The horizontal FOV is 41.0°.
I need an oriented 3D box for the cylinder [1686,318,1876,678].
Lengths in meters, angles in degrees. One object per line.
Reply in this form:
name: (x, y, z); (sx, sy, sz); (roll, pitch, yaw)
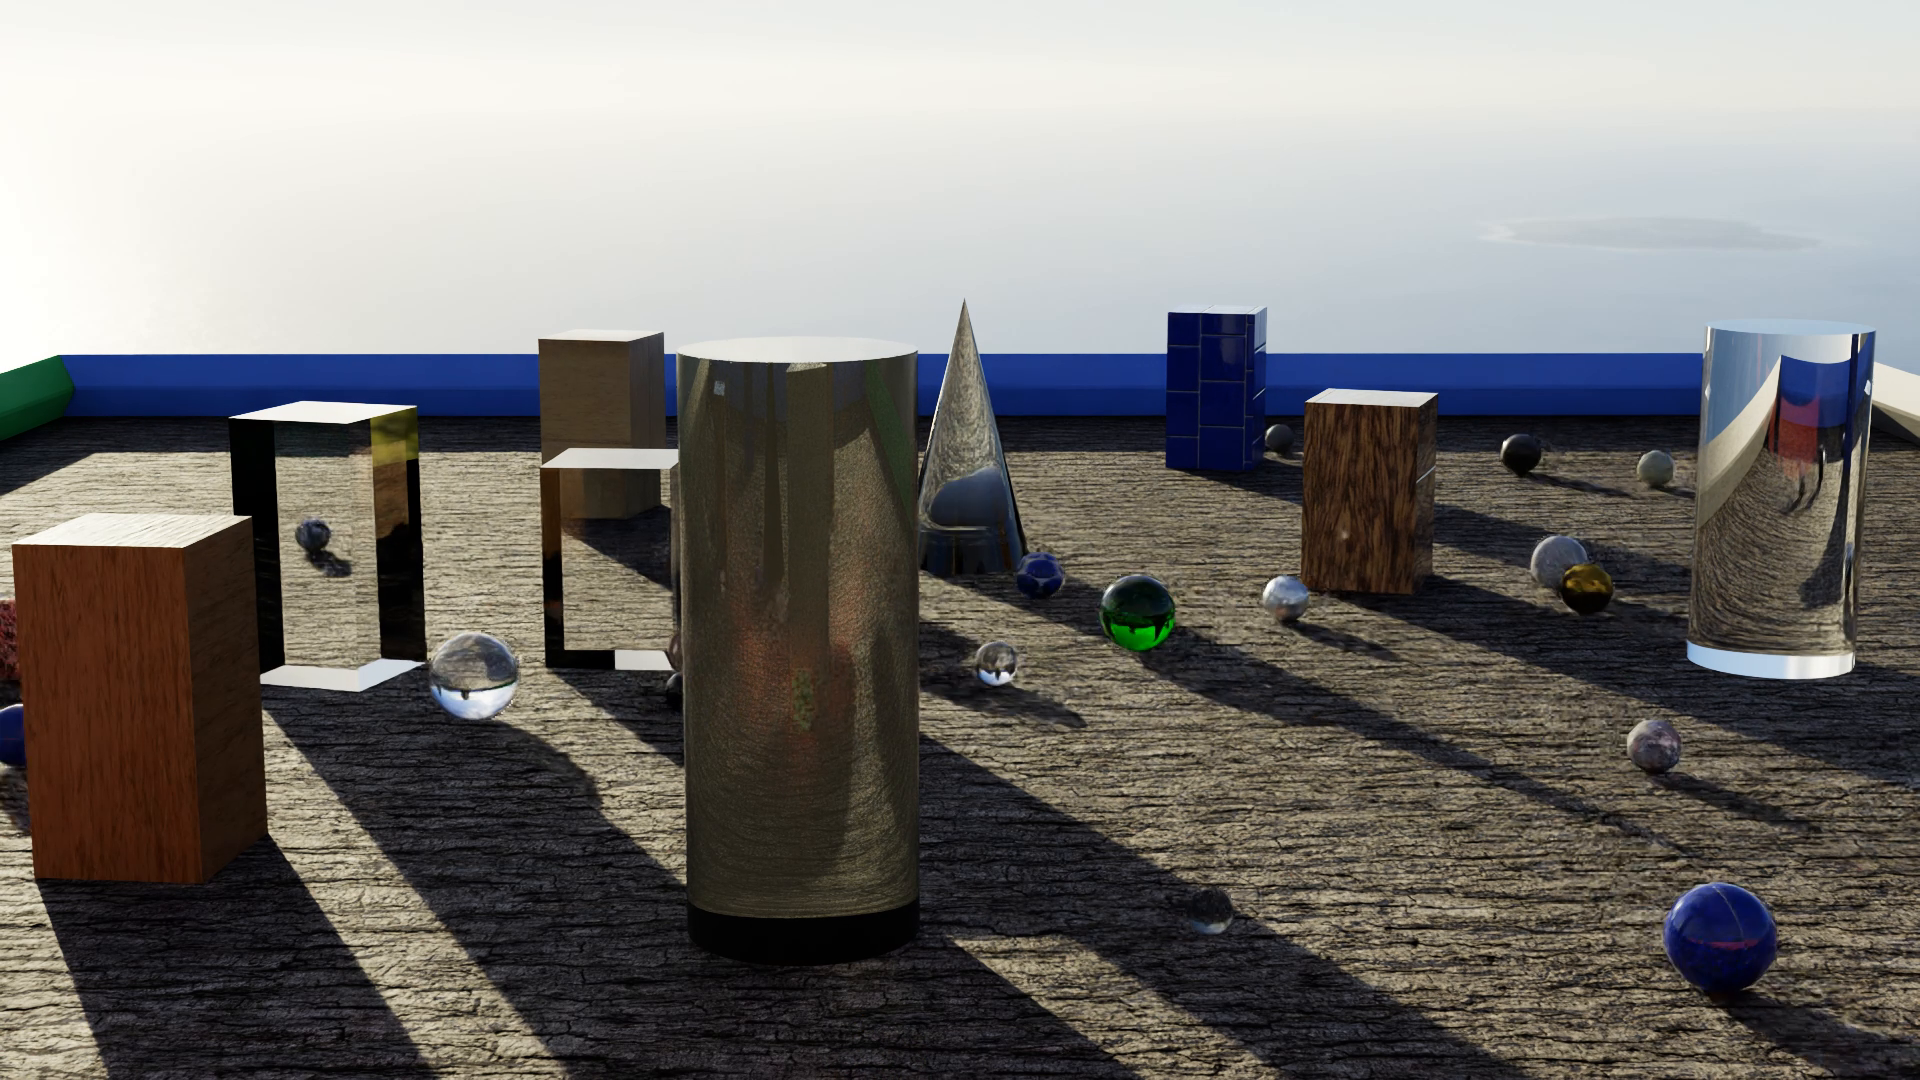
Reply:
cylinder: (1.005, -0.055, 3.146); (0.199, 0.414, 0.199); (0, 10, 0)

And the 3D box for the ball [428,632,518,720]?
ball: (-0.547, 0.153, 2.886); (0.099, 0.099, 0.099); (0, 10, 0)

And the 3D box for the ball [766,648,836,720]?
ball: (-0.179, 0.162, 2.893); (0.080, 0.080, 0.080); (0, 10, 0)

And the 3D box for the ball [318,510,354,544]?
ball: (-0.962, -0.020, 3.951); (0.052, 0.052, 0.052); (0, 10, 0)

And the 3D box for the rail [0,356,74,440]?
rail: (-1.854, 0.035, 3.438); (0.045, 0.129, 3.962); (0, 10, 0)

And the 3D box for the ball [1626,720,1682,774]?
ball: (0.723, 0.215, 2.673); (0.056, 0.056, 0.056); (0, 10, 0)

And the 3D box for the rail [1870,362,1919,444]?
rail: (1.854, 0.031, 3.459); (0.045, 0.129, 3.962); (0, 10, 0)

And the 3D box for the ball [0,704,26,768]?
ball: (-0.988, 0.206, 2.695); (0.066, 0.066, 0.066); (0, 10, 0)

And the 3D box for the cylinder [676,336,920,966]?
cylinder: (-0.134, 0.087, 2.154); (0.199, 0.497, 0.199); (0, 10, 0)

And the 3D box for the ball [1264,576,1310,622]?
ball: (0.433, 0.078, 3.401); (0.061, 0.061, 0.061); (0, 10, 0)

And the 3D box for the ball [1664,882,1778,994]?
ball: (0.604, 0.316, 2.041); (0.087, 0.087, 0.087); (0, 10, 0)

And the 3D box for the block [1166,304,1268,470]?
block: (0.474, -0.284, 4.739); (0.159, 0.285, 0.159); (3, 11, 14)

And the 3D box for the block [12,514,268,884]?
block: (-0.753, 0.142, 2.372); (0.159, 0.309, 0.159); (1, 11, 6)

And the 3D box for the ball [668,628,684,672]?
ball: (-0.312, 0.135, 3.060); (0.072, 0.072, 0.072); (0, 10, 0)

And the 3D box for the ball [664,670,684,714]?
ball: (-0.310, 0.172, 2.918); (0.051, 0.051, 0.051); (0, 10, 0)

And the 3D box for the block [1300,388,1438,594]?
block: (0.583, -0.072, 3.653); (0.159, 0.264, 0.159); (4, 11, 19)

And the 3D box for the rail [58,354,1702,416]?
rail: (-0.011, -0.323, 5.373); (3.755, 0.129, 0.045); (0, 10, 0)

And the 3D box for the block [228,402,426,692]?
block: (-0.759, 0.004, 3.092); (0.159, 0.319, 0.159); (3, 11, 17)

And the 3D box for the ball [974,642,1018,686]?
ball: (0.043, 0.147, 3.051); (0.052, 0.052, 0.052); (0, 10, 0)

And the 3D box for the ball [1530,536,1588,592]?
ball: (0.841, 0.033, 3.597); (0.078, 0.078, 0.078); (0, 10, 0)

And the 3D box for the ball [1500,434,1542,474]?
ball: (1.015, -0.157, 4.640); (0.071, 0.071, 0.071); (0, 10, 0)

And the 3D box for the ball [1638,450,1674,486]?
ball: (1.217, -0.125, 4.489); (0.063, 0.063, 0.063); (0, 10, 0)

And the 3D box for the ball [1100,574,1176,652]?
ball: (0.223, 0.092, 3.229); (0.096, 0.096, 0.096); (0, 10, 0)

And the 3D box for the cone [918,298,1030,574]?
cone: (0.007, -0.163, 3.788); (0.199, 0.393, 0.199); (0, 10, 0)

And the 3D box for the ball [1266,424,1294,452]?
ball: (0.610, -0.194, 4.890); (0.053, 0.053, 0.053); (0, 10, 0)

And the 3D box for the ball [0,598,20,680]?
ball: (-1.138, 0.119, 3.080); (0.098, 0.098, 0.098); (0, 10, 0)

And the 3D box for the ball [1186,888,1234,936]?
ball: (0.212, 0.315, 2.175); (0.040, 0.040, 0.040); (0, 10, 0)

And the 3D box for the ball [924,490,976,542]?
ball: (-0.016, -0.036, 3.961); (0.081, 0.081, 0.081); (0, 10, 0)

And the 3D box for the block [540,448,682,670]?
block: (-0.422, 0.021, 3.191); (0.159, 0.249, 0.159); (1, 11, 4)

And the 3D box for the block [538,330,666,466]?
block: (-0.596, -0.201, 4.292); (0.159, 0.285, 0.159); (3, 11, 14)

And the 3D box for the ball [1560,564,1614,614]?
ball: (0.841, 0.066, 3.444); (0.069, 0.069, 0.069); (0, 10, 0)

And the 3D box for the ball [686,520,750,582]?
ball: (-0.344, 0.016, 3.654); (0.090, 0.090, 0.090); (0, 10, 0)

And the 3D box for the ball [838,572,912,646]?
ball: (-0.108, 0.087, 3.257); (0.094, 0.094, 0.094); (0, 10, 0)

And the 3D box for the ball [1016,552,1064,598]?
ball: (0.109, 0.048, 3.547); (0.066, 0.066, 0.066); (0, 10, 0)

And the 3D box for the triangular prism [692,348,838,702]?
triangular prism: (-0.207, -0.022, 3.029); (0.172, 0.394, 0.149); (2, 11, 13)
